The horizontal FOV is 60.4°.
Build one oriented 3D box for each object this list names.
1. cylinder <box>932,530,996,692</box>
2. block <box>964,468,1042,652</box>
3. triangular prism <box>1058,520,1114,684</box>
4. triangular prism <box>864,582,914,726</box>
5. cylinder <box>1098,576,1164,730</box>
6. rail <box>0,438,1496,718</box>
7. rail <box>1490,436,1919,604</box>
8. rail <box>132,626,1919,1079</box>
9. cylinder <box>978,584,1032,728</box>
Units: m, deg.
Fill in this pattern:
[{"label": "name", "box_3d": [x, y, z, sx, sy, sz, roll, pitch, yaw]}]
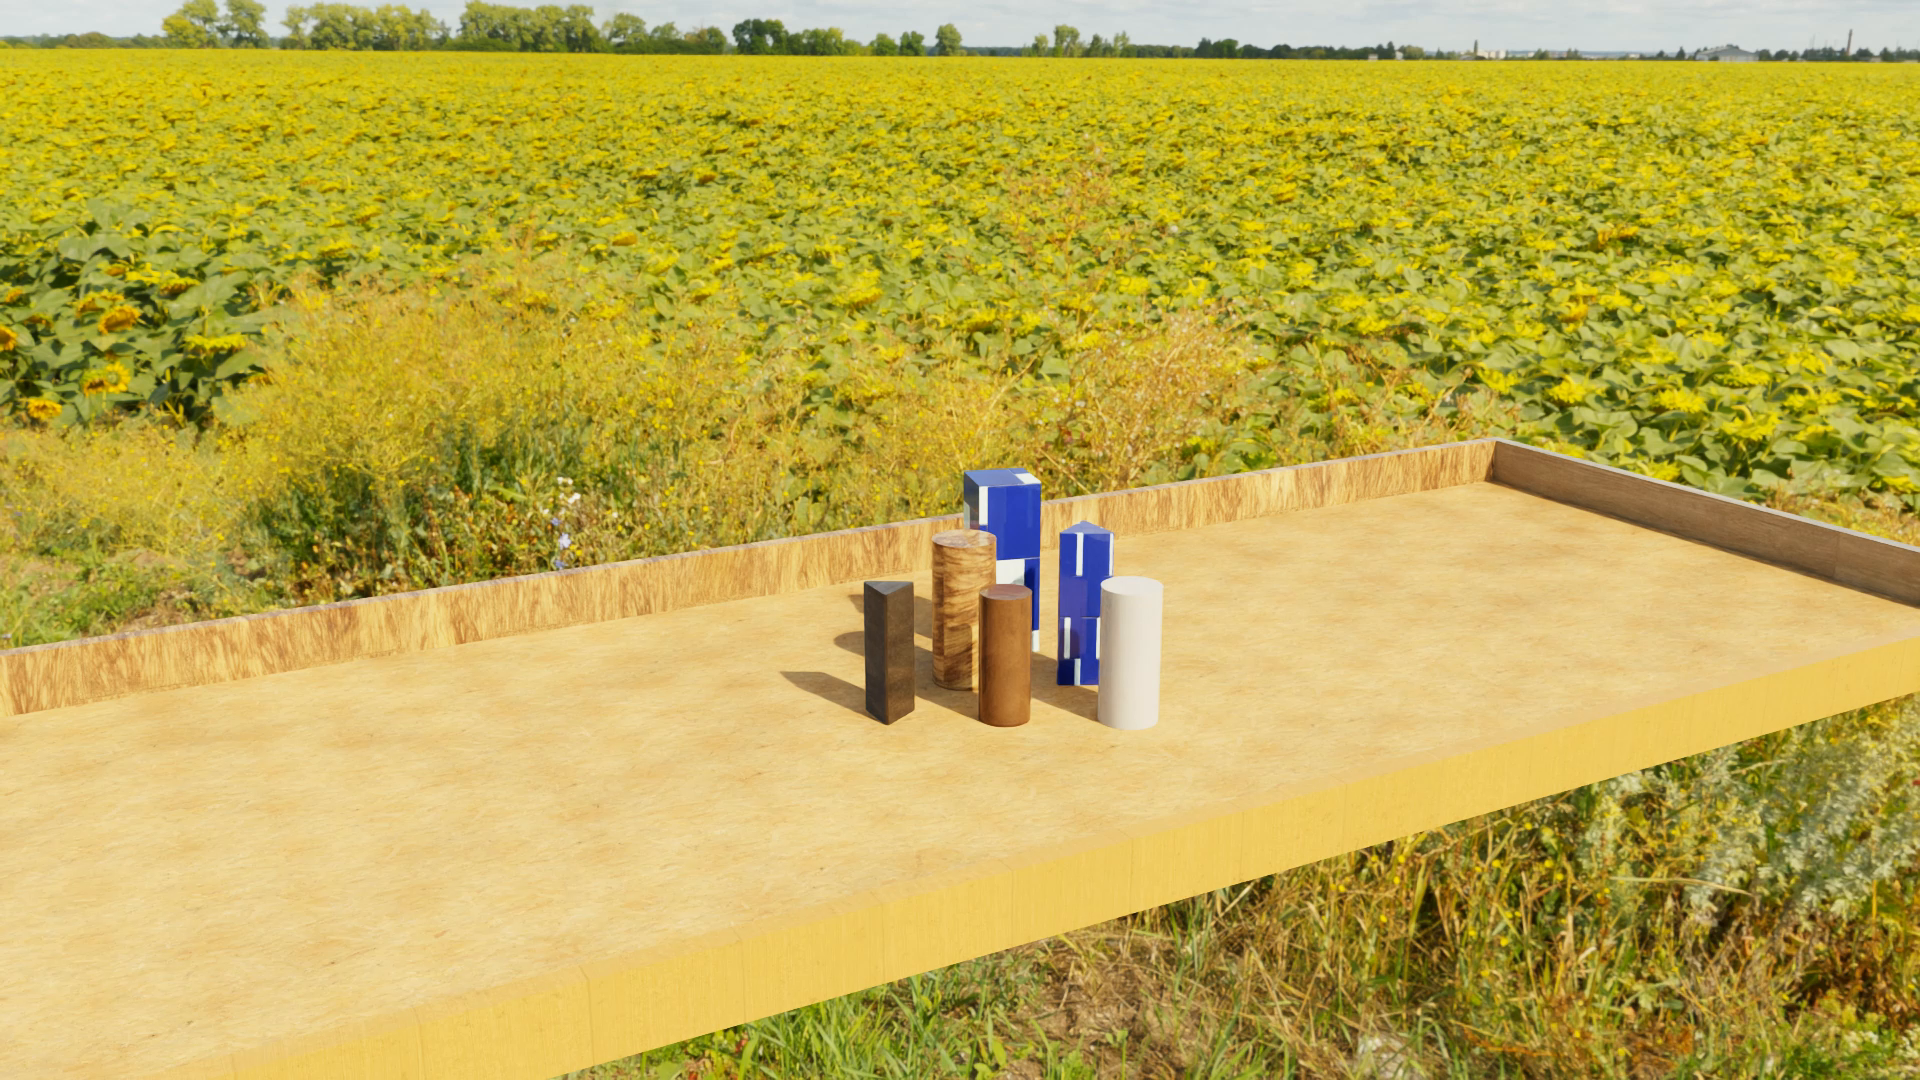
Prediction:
[{"label": "cylinder", "box_3d": [0.010, 0.174, 4.106, 0.160, 0.371, 0.160, 0, 16, 0]}, {"label": "block", "box_3d": [0.109, 0.056, 4.349, 0.164, 0.460, 0.164, -4, 17, -14]}, {"label": "triangular prism", "box_3d": [0.309, 0.157, 4.122, 0.132, 0.395, 0.114, 0, 16, 0]}, {"label": "triangular prism", "box_3d": [-0.183, 0.259, 3.899, 0.100, 0.323, 0.116, 10, 19, 30]}, {"label": "cylinder", "box_3d": [0.399, 0.264, 3.867, 0.145, 0.332, 0.145, 0, 16, 0]}, {"label": "rail", "box_3d": [-3.305, 0.497, 3.399, 12.000, 0.150, 0.050, -9, 18, -27]}, {"label": "rail", "box_3d": [2.466, -0.048, 5.253, 0.050, 0.150, 2.100, -9, 18, -27]}, {"label": "rail", "box_3d": [-2.336, 1.006, 1.665, 12.000, 0.150, 0.050, -9, 18, -27]}, {"label": "cylinder", "box_3d": [0.106, 0.271, 3.876, 0.124, 0.314, 0.124, 0, 16, 0]}]
